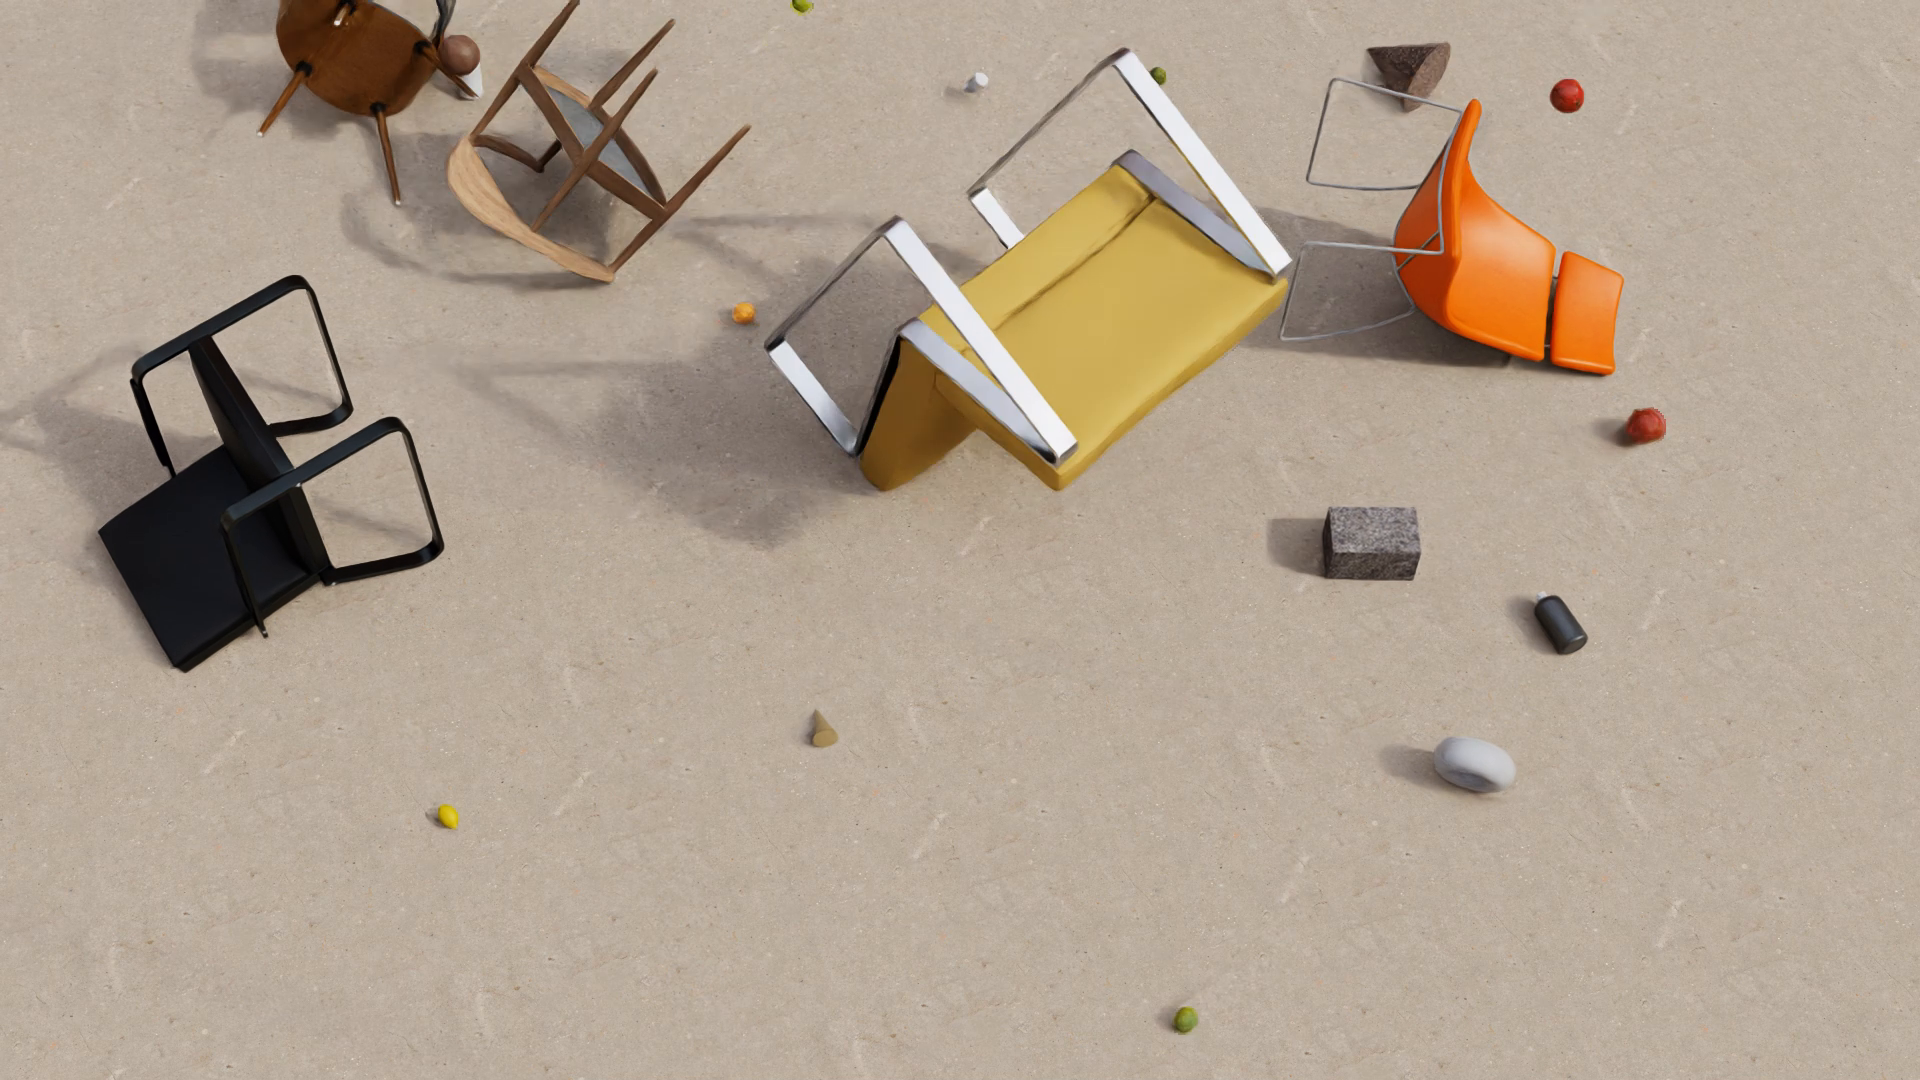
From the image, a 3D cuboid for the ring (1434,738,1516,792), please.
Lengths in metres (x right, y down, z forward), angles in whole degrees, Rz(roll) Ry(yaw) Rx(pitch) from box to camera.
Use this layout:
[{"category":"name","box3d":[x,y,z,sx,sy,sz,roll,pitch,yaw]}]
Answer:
[{"category":"ring","box3d":[1.418,0.619,6.057,0.226,0.170,0.101,20,79,16]}]

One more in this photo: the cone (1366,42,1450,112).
[{"category":"cone","box3d":[1.513,-1.657,7.629,0.311,0.130,0.264,40,103,43]}]

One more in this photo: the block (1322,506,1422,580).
[{"category":"block","box3d":[1.211,0.011,6.479,0.255,0.146,0.162,1,56,1]}]
